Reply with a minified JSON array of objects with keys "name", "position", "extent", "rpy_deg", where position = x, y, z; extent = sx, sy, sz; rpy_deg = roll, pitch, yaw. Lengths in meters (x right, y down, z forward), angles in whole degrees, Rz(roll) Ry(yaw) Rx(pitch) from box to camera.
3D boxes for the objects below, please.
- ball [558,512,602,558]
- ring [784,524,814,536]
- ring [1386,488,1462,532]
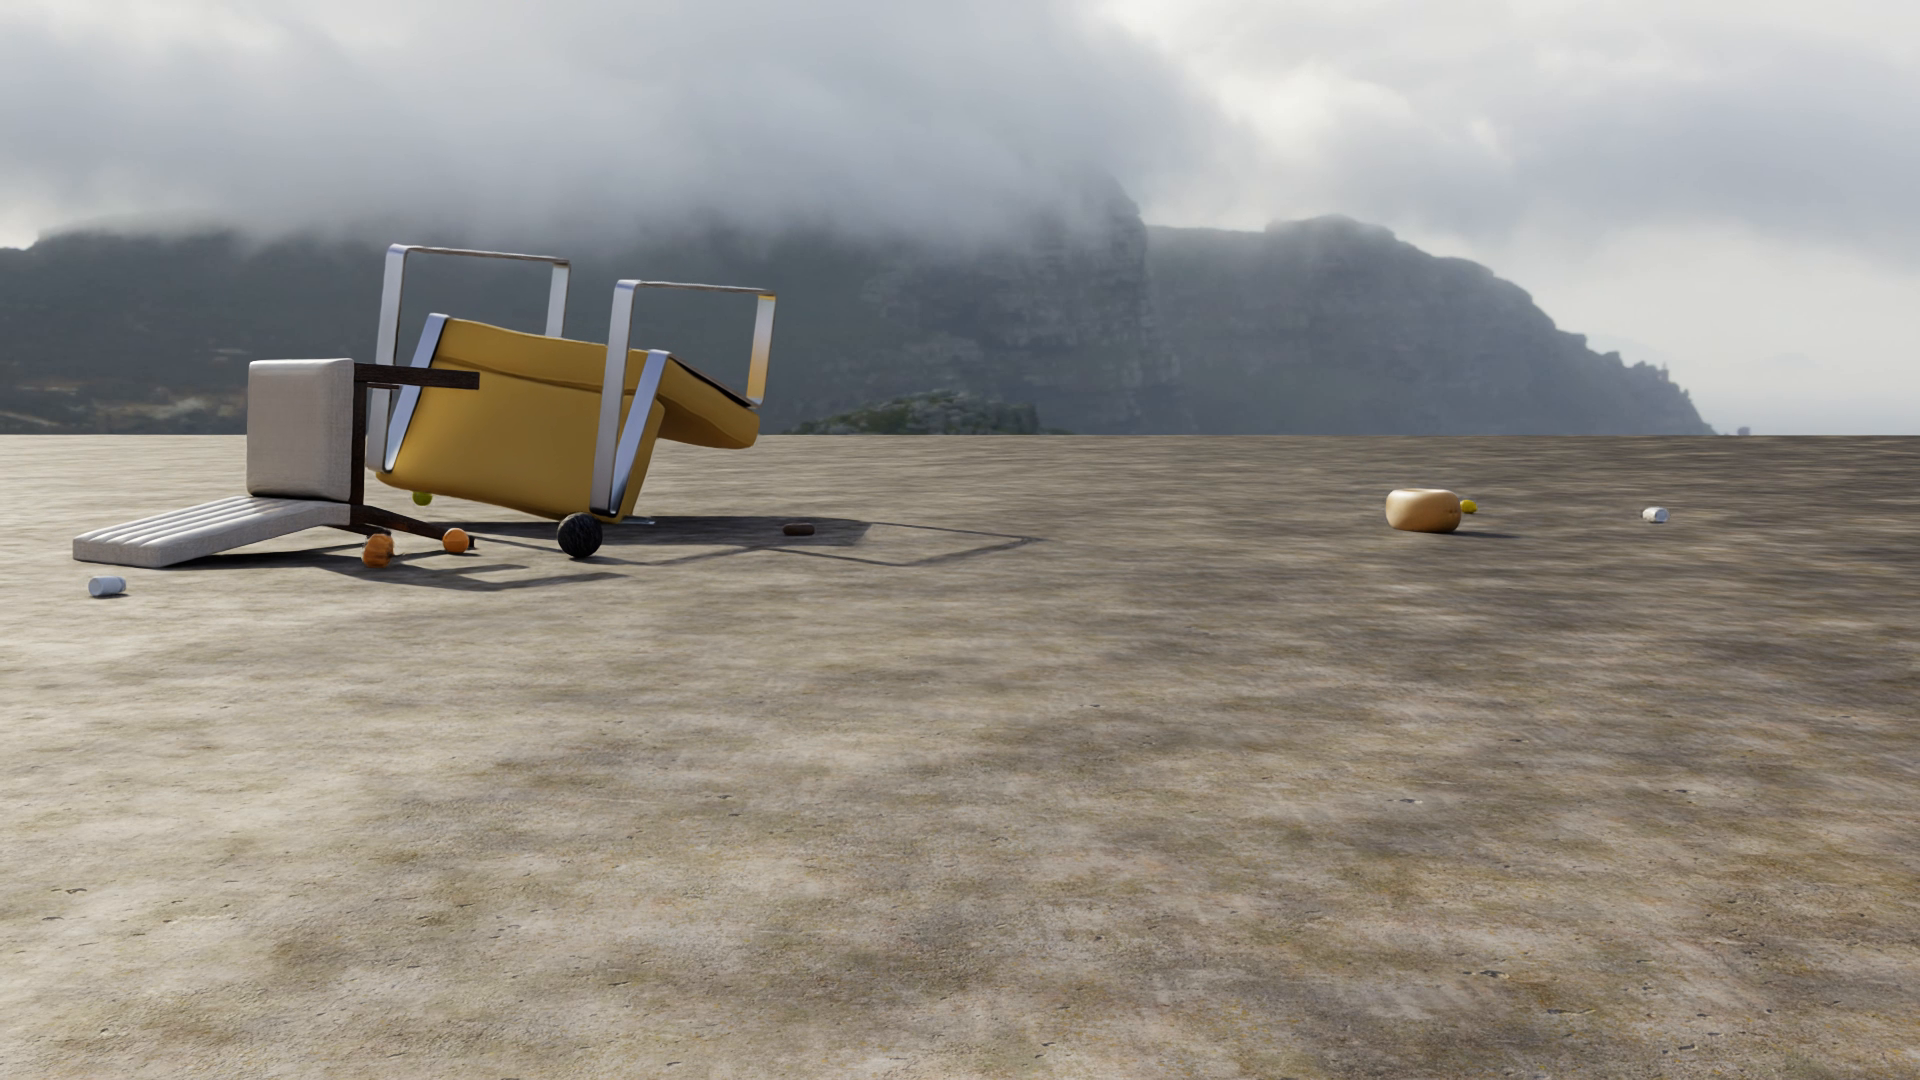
[{"name":"ball","position":[-1.012,-0.013,5.859],"extent":[0.120,0.120,0.120],"rpy_deg":[0,4,0]},{"name":"ring","position":[-0.495,-0.032,6.757],"extent":[0.101,0.036,0.053],"rpy_deg":[0,6,7]},{"name":"ring","position":[1.472,-0.094,6.993],"extent":[0.166,0.129,0.385],"rpy_deg":[-4,4,-17]}]
